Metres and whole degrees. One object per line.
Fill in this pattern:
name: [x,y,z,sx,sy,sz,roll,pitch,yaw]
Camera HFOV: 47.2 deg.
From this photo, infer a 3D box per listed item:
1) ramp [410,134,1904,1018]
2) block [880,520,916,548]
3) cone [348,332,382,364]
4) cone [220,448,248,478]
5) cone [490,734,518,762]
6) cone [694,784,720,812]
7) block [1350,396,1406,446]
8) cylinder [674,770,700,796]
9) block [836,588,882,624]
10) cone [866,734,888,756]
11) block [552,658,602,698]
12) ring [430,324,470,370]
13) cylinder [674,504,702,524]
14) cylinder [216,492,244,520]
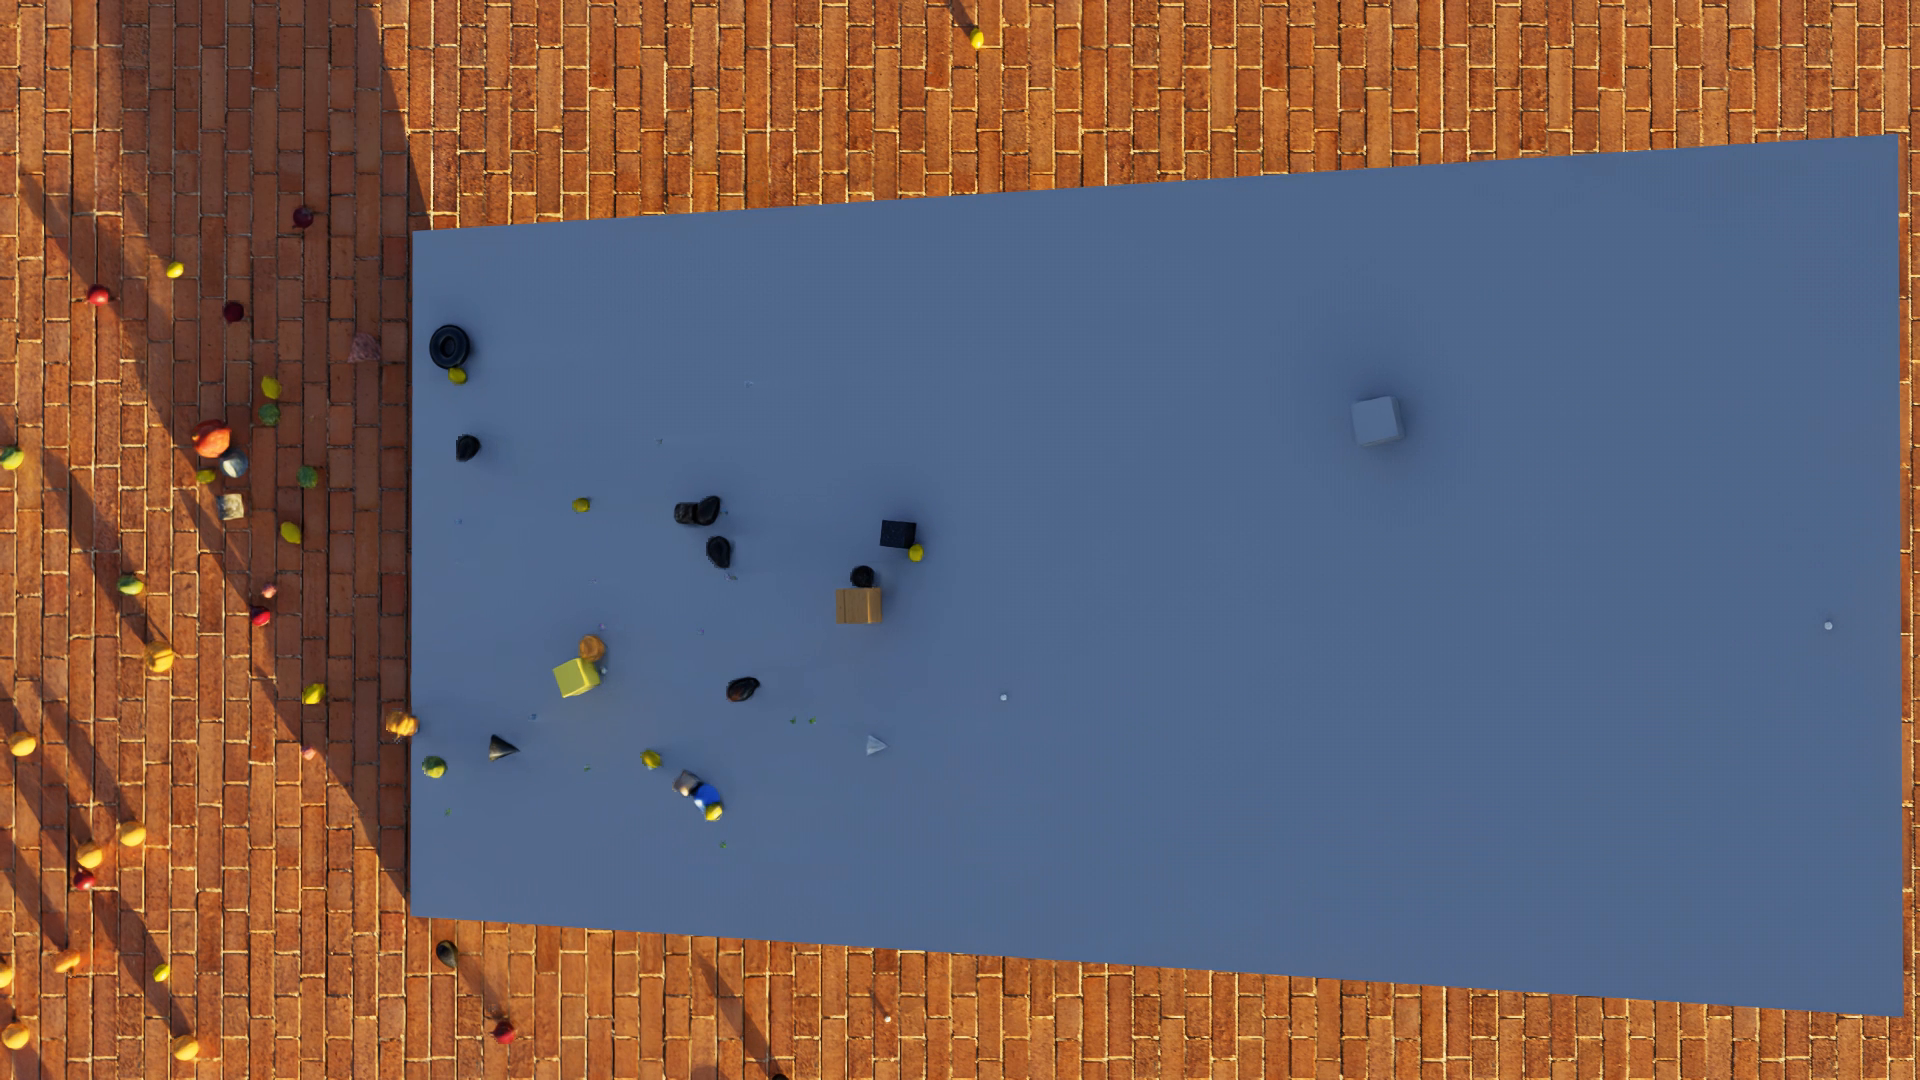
ramp: [0.282,0.088,5.745,4.000,0.100,2.000,0,89,21]
block: [-0.164,-0.015,5.828,0.069,0.069,0.069,7,92,21]
cone: [-1.780,-0.547,6.499,0.099,0.099,0.099,-33,89,26]
cone: [-2.152,-0.229,6.474,0.087,0.087,0.087,0,89,0]
cone: [-1.297,0.597,6.276,0.081,0.081,0.081,6,89,-6]
cone: [-0.711,0.712,6.026,0.077,0.077,0.077,0,89,21]
block: [1.018,-0.289,5.358,0.100,0.100,0.100,-13,85,20]
cylinder: [-0.752,0.668,6.050,0.052,0.052,0.052,37,89,0]
block: [-0.269,0.175,5.854,0.092,0.092,0.092,-3,88,21]
cone: [-0.218,0.548,5.865,0.057,0.057,0.057,5,89,-5]
block: [-1.074,0.384,6.168,0.083,0.083,0.083,-26,80,19]
ring: [-1.476,-0.557,6.357,0.131,0.044,0.131,0,89,23]
cylinder: [-0.751,-0.073,6.064,0.054,0.054,0.054,2,89,21]
cylinder: [-2.150,-0.099,6.481,0.069,0.069,0.069,-10,89,0]
